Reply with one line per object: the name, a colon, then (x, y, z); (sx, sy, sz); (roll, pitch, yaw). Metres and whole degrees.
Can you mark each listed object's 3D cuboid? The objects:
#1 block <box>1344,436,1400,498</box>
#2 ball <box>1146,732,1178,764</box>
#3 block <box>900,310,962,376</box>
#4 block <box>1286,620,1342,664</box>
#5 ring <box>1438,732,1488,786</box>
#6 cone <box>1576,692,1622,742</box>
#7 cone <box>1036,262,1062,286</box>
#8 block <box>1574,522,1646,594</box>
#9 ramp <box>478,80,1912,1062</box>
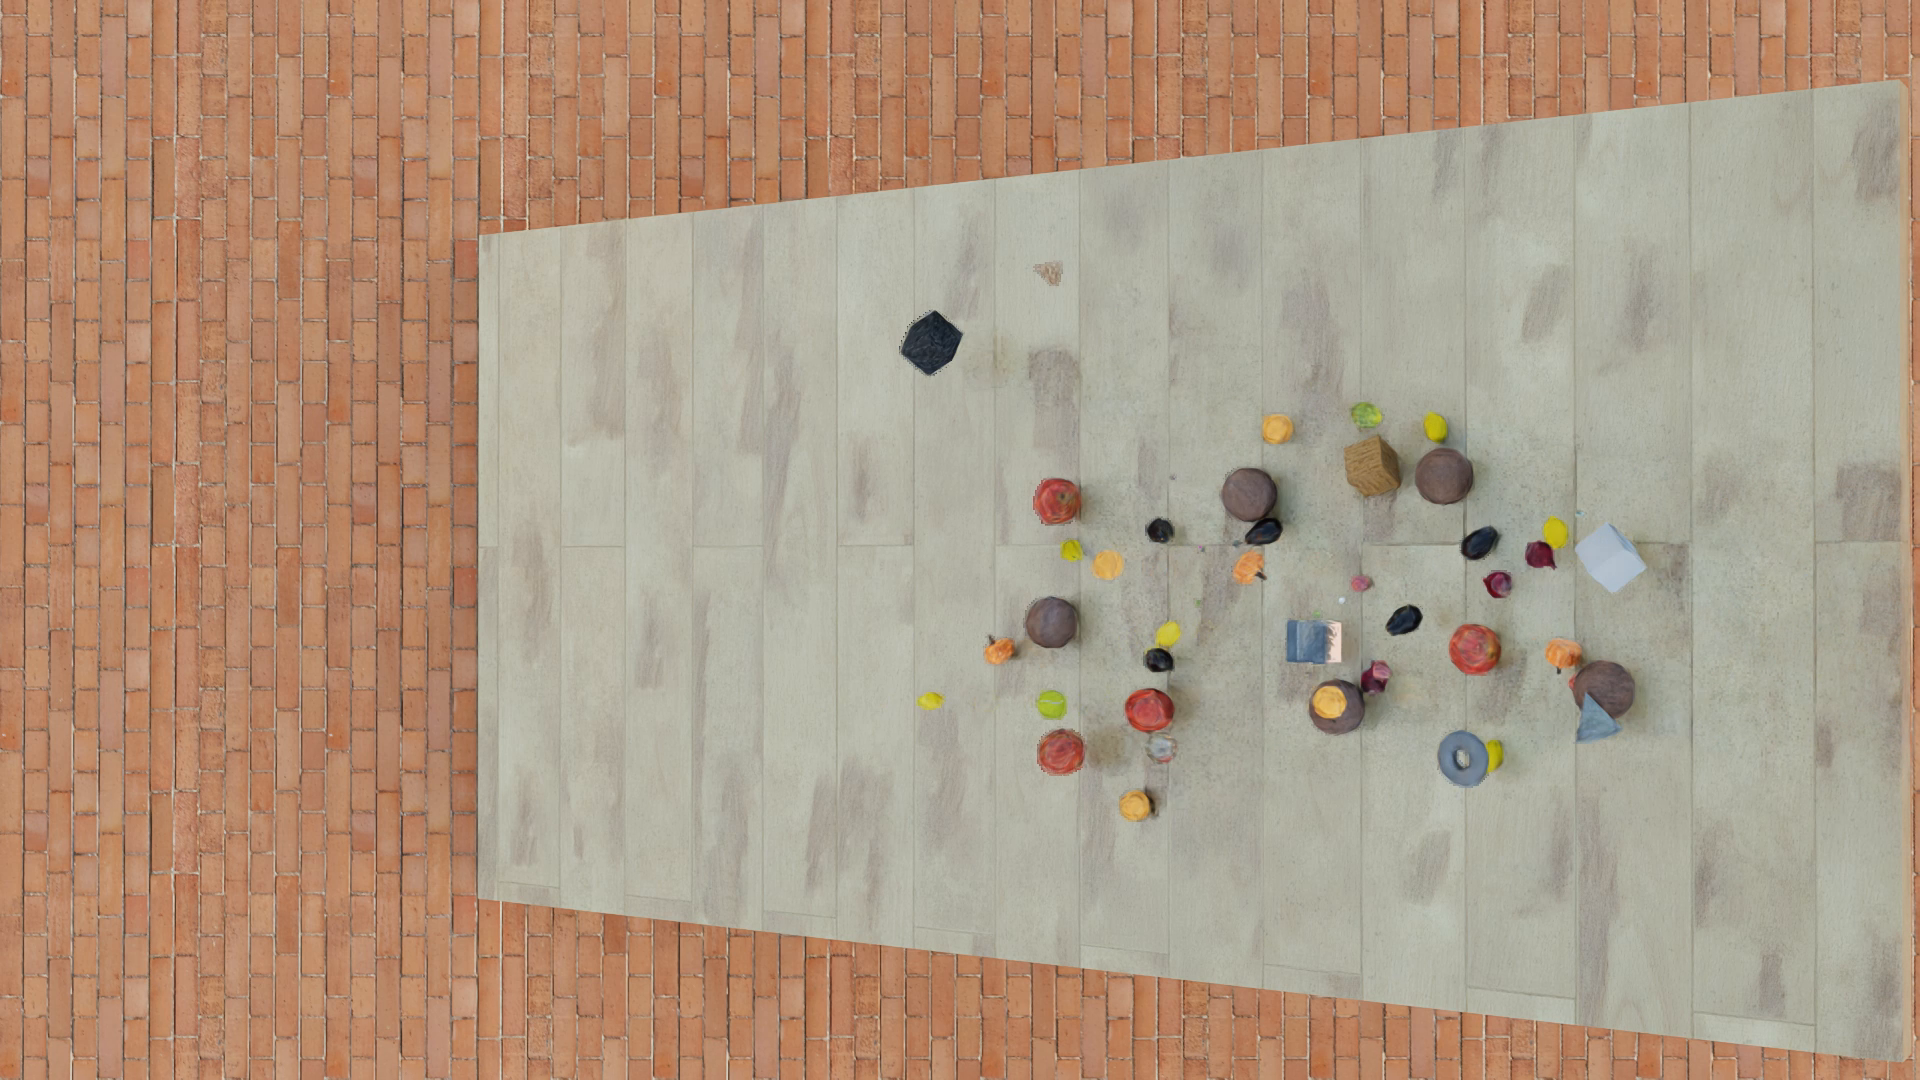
block: (0.942, -0.168, 5.027); (0.090, 0.090, 0.090); (-21, 53, 31)
ball: (0.473, 0.487, 5.151); (0.075, 0.075, 0.075); (0, 90, 0)
block: (-0.071, -0.494, 5.518); (0.097, 0.097, 0.097); (39, 48, -22)
block: (0.823, 0.236, 5.115); (0.095, 0.095, 0.095); (3, 91, 33)
ring: (1.104, 0.479, 4.827); (0.122, 0.041, 0.122); (8, 102, 42)
cone: (1.341, 0.367, 4.663); (0.100, 0.100, 0.100); (-13, 73, 0)
cone: (0.215, -0.672, 5.492); (0.062, 0.062, 0.062); (15, 90, 9)
block: (1.379, 0.037, 4.663); (0.090, 0.090, 0.090); (35, 115, -31)
ramp: (0.258, 0.071, 5.595); (4.000, 0.100, 2.000); (0, 89, 33)
